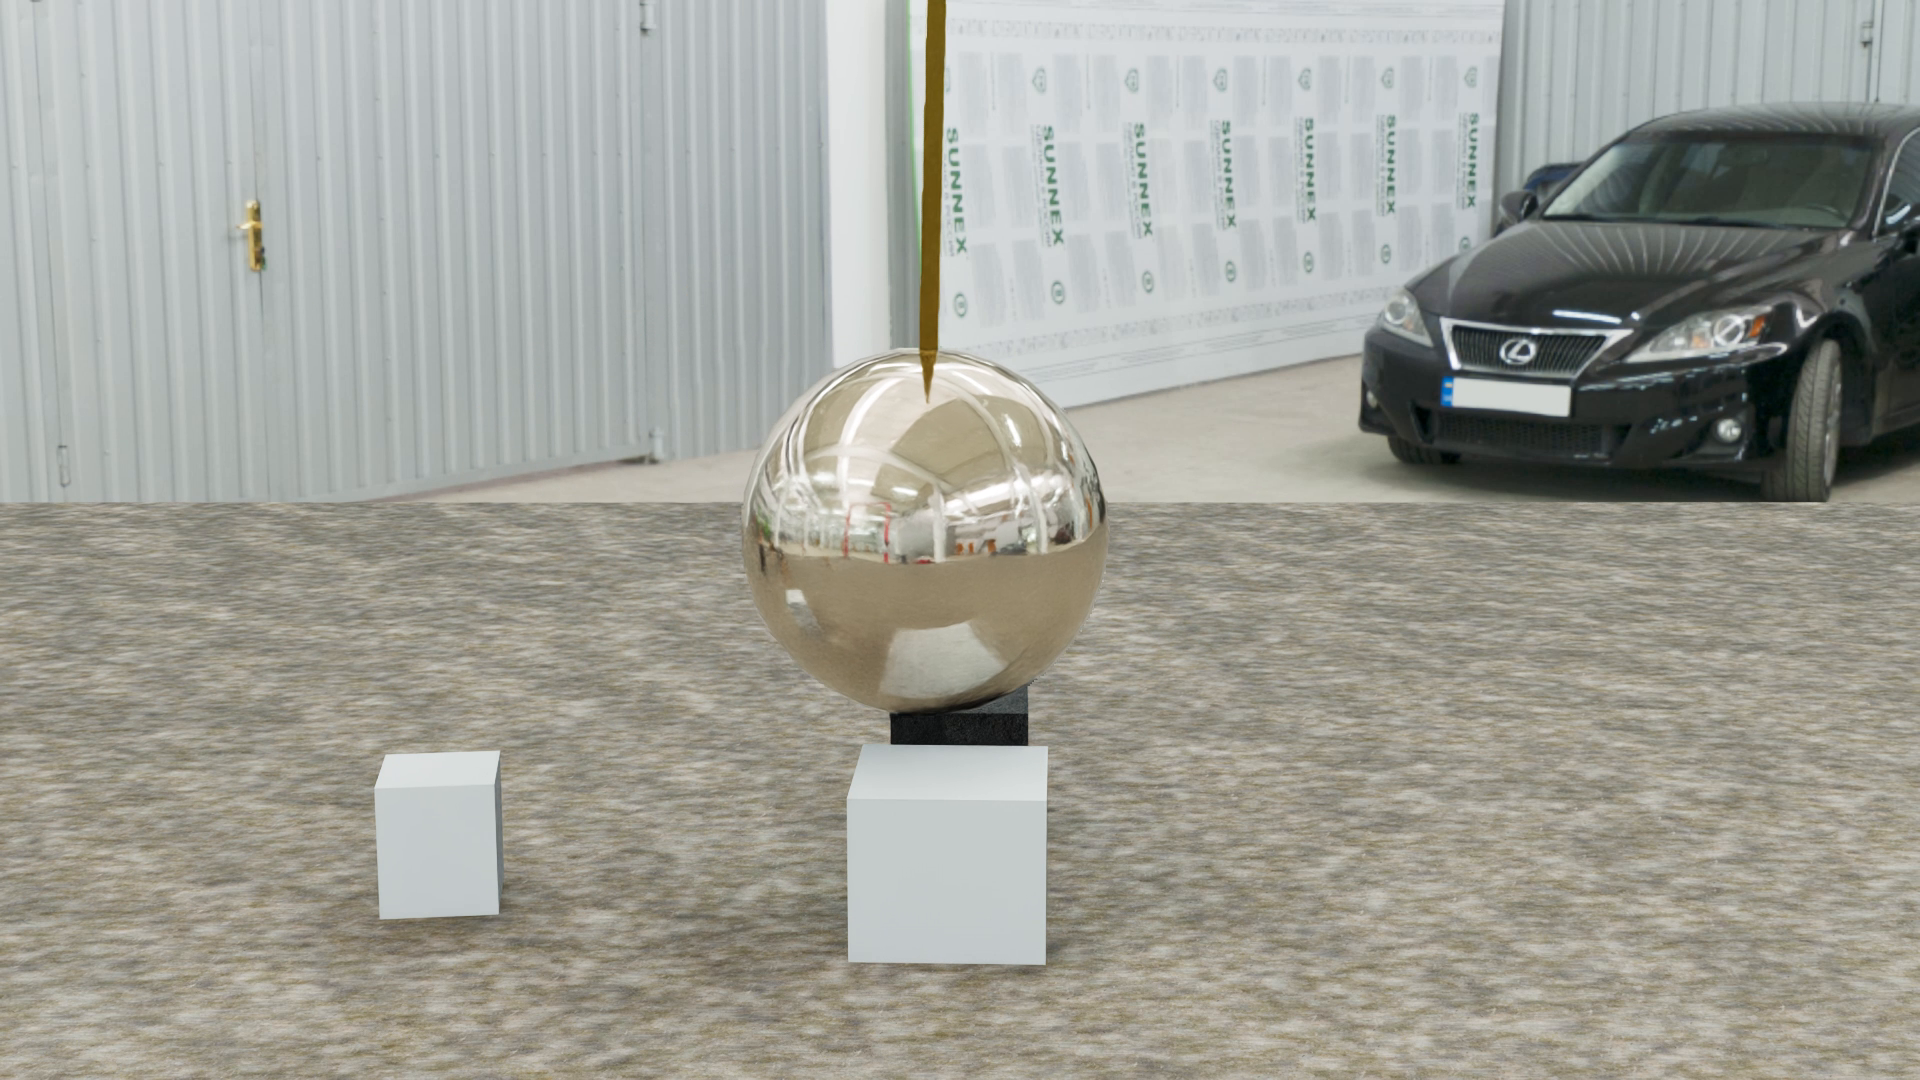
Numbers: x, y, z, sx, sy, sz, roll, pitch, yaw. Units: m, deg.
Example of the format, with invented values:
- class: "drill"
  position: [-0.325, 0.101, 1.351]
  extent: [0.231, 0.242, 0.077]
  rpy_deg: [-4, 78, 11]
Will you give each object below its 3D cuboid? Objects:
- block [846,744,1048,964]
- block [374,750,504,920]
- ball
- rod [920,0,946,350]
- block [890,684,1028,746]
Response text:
- class: "block"
  position: [-0.036, 1.285, 10.605]
  extent: [0.790, 0.678, 0.832]
  rpy_deg: [0, 10, 2]
- class: "block"
  position: [-2.231, 1.261, 11.036]
  extent: [0.493, 0.570, 0.545]
  rpy_deg: [-1, 10, -7]
- class: "ball"
  position: [-0.157, -0.038, 11.173]
  extent: [1.600, 1.600, 1.600]
  rpy_deg: [0, 10, 0]
- class: "rod"
  position: [-0.068, -3.382, 10.565]
  extent: [0.080, 5.200, 0.080]
  rpy_deg: [1, 10, 0]
- class: "block"
  position: [0.003, 1.033, 12.215]
  extent: [0.637, 0.597, 0.663]
  rpy_deg: [0, 10, 1]
